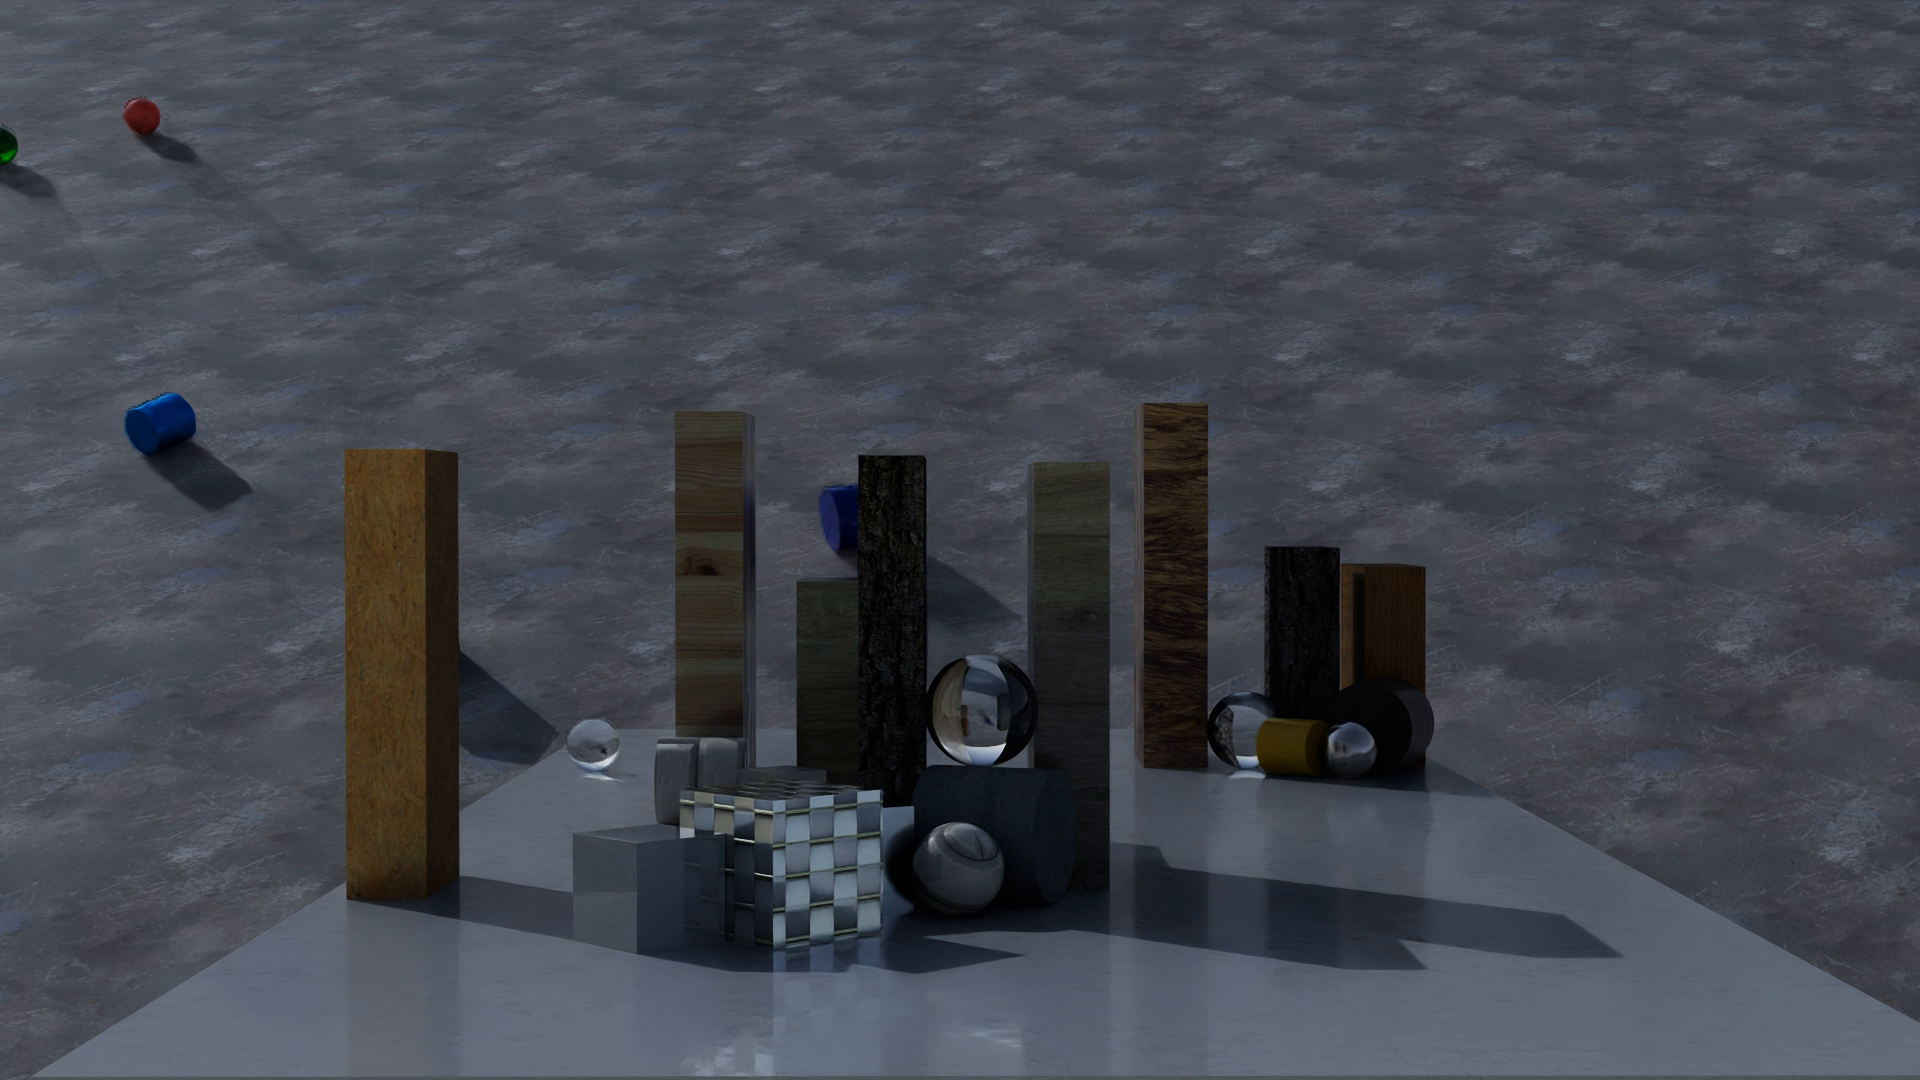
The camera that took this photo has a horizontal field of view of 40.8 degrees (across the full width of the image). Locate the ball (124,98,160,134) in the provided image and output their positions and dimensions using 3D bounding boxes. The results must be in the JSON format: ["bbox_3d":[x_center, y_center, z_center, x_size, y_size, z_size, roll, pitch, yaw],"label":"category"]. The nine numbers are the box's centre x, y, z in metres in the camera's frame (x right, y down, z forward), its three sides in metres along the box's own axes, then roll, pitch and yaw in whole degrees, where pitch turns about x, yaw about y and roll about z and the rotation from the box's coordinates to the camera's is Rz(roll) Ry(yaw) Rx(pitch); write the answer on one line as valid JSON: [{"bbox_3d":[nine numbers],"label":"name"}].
[{"bbox_3d":[-3.482,-1.805,11.003,0.147,0.147,0.147,0,28,0],"label":"ball"}]

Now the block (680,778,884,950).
[{"bbox_3d":[-0.240,0.431,3.469,0.193,0.193,0.193,-1,1,-44],"label":"block"}]

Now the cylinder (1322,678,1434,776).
[{"bbox_3d":[0.900,0.399,5.558,0.197,0.197,0.197,13,6,23],"label":"cylinder"}]

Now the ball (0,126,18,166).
[{"bbox_3d":[-3.968,-1.625,10.646,0.159,0.159,0.159,0,28,0],"label":"ball"}]

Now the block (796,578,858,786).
[{"bbox_3d":[-0.238,0.291,4.841,0.120,0.434,0.266,0,1,0],"label":"block"}]

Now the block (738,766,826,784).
[{"bbox_3d":[-0.312,0.458,4.538,0.109,0.109,0.109,-1,1,-42],"label":"block"}]

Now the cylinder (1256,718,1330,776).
[{"bbox_3d":[0.712,0.439,5.482,0.120,0.120,0.120,1,22,39],"label":"cylinder"}]

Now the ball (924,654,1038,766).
[{"bbox_3d":[0.032,0.251,3.811,0.169,0.169,0.169,0,28,0],"label":"ball"}]

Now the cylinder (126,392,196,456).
[{"bbox_3d":[-2.553,-0.371,8.254,0.155,0.155,0.155,17,32,30],"label":"cylinder"}]

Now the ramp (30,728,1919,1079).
[{"bbox_3d":[0.062,0.561,4.600,2.000,0.100,4.000,0,1,0],"label":"ramp"}]

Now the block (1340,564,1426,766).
[{"bbox_3d":[0.955,0.275,5.843,0.134,0.436,0.346,0,1,0],"label":"block"}]

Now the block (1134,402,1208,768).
[{"bbox_3d":[0.470,0.097,5.775,0.139,0.795,0.302,0,1,0],"label":"block"}]

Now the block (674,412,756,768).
[{"bbox_3d":[-0.457,0.136,4.850,0.123,0.744,0.296,0,1,0],"label":"block"}]

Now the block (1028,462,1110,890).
[{"bbox_3d":[0.166,0.201,4.013,0.113,0.638,0.345,0,1,0],"label":"block"}]

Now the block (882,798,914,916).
[{"bbox_3d":[-0.166,0.449,3.668,0.151,0.151,0.151,0,1,-26],"label":"block"}]

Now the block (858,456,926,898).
[{"bbox_3d":[-0.101,0.197,3.937,0.095,0.647,0.342,0,1,0],"label":"block"}]

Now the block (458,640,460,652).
[{"bbox_3d":[-1.486,0.256,7.042,0.169,0.169,0.169,8,29,14],"label":"block"}]

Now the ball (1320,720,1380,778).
[{"bbox_3d":[0.818,0.438,5.421,0.122,0.122,0.122,0,28,0],"label":"ball"}]

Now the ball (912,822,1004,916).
[{"bbox_3d":[-0.003,0.460,3.613,0.130,0.130,0.130,0,28,0],"label":"ball"}]

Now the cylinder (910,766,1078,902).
[{"bbox_3d":[0.048,0.427,3.764,0.192,0.192,0.192,0,26,23],"label":"cylinder"}]

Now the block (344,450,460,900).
[{"bbox_3d":[-0.836,0.194,3.884,0.117,0.656,0.249,0,1,0],"label":"block"}]

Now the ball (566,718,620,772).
[{"bbox_3d":[-0.788,0.441,5.548,0.114,0.114,0.114,0,28,0],"label":"ball"}]

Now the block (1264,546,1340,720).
[{"bbox_3d":[0.761,0.255,5.762,0.135,0.479,0.245,0,1,0],"label":"block"}]

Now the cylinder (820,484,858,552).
[{"bbox_3d":[-0.296,-0.075,7.654,0.187,0.187,0.187,-10,29,-19],"label":"cylinder"}]

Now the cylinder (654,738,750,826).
[{"bbox_3d":[-0.460,0.432,4.628,0.158,0.158,0.158,0,28,0],"label":"cylinder"}]

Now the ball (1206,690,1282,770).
[{"bbox_3d":[0.620,0.412,5.600,0.170,0.170,0.170,0,28,0],"label":"ball"}]

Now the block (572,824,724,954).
[{"bbox_3d":[-0.410,0.457,3.403,0.142,0.142,0.142,-1,1,-43],"label":"block"}]
